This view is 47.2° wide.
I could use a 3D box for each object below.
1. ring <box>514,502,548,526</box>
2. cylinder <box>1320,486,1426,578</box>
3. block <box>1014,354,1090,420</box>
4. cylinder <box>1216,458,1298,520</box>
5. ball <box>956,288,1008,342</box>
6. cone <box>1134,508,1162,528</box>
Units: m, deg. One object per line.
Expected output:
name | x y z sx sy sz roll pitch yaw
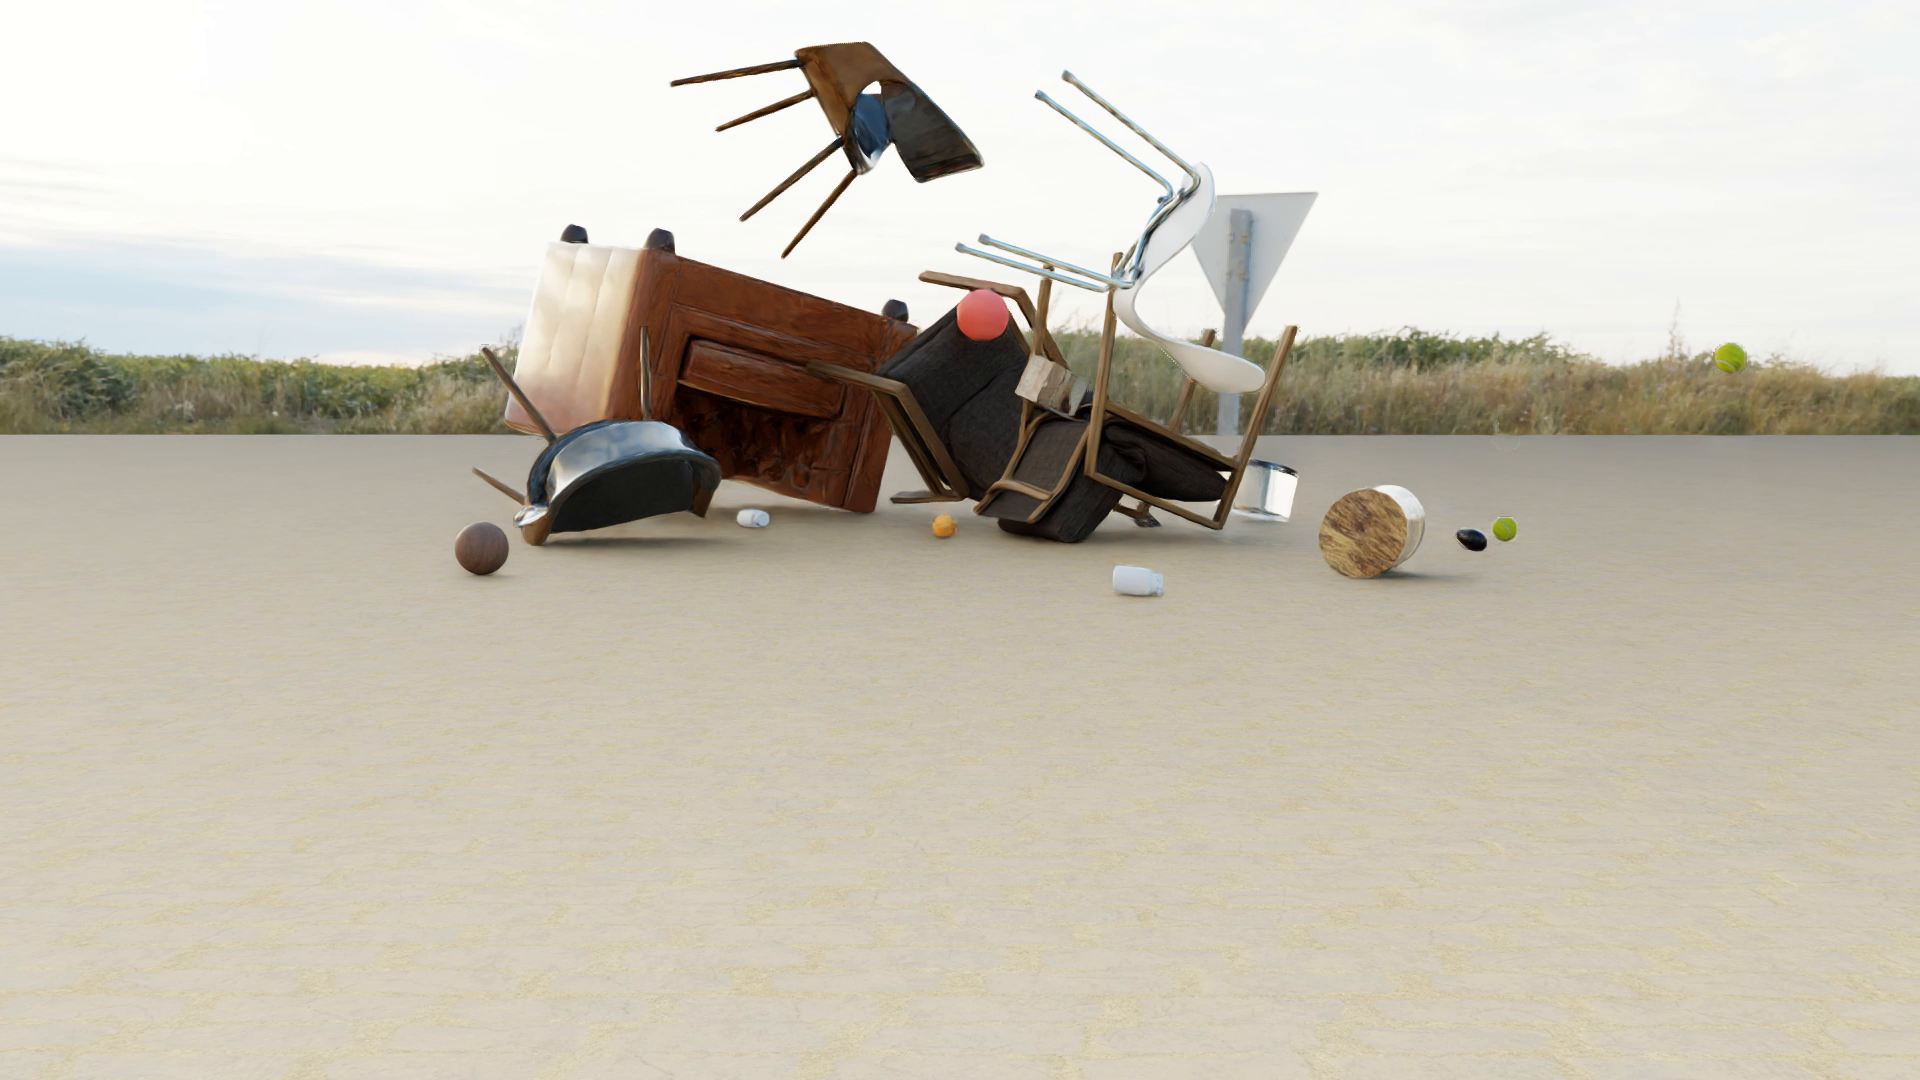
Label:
ring | -1.183 -0.072 6.070 0.111 0.027 0.049 -26 -24 12
cylinder | 0.999 -0.022 5.319 0.197 0.224 0.249 44 18 13
block | 0.283 -0.468 6.735 0.157 0.134 0.117 24 4 -37
cylinder | 1.005 -0.171 7.440 0.244 0.159 0.294 14 -5 -14
ball | 0.074 -0.737 7.217 0.173 0.173 0.173 0 4 0
cone | 0.627 -0.059 7.173 0.103 0.061 0.085 20 13 -41
